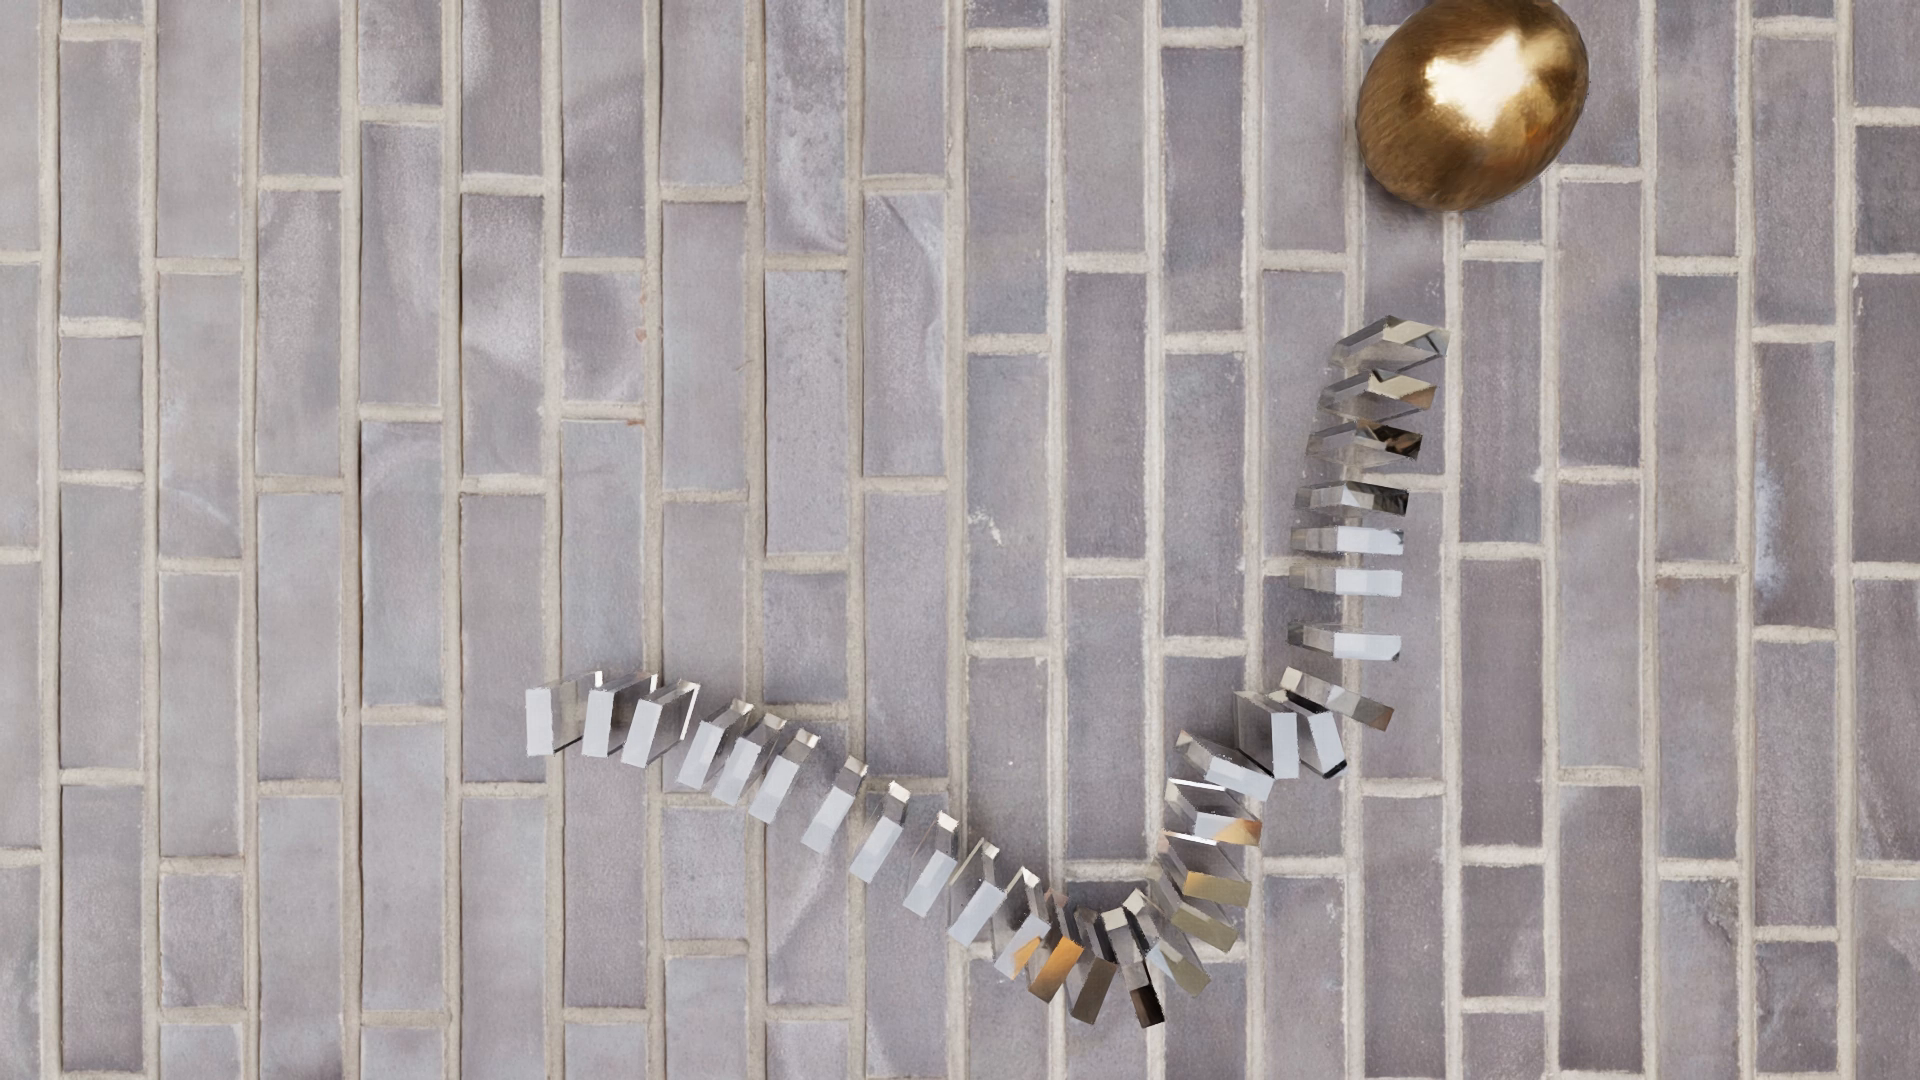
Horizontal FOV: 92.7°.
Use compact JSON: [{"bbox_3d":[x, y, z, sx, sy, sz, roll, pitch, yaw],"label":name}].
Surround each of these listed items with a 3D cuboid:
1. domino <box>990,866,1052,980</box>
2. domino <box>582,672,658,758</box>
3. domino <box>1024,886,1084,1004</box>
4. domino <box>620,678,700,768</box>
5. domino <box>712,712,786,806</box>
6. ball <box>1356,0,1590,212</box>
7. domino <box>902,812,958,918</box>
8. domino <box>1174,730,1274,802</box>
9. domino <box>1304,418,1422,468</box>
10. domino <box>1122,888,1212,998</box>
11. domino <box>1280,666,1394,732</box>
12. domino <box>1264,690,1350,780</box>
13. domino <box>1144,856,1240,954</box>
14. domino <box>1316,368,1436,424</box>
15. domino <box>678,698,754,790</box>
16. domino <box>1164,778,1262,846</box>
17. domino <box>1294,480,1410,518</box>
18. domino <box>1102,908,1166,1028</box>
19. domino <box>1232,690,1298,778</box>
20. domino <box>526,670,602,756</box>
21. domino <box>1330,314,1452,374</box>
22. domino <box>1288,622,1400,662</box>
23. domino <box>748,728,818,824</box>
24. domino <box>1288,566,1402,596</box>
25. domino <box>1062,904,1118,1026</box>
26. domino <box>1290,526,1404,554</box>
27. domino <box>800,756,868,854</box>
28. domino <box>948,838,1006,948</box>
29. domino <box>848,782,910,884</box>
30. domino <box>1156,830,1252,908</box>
[{"bbox_3d":[0.024,0.155,0.375,0.009,0.050,0.025,36,90,0],"label":"domino"},{"bbox_3d":[-0.138,0.070,0.375,0.009,0.050,0.025,7,90,0],"label":"domino"},{"bbox_3d":[0.037,0.164,0.375,0.009,0.050,0.025,33,90,0],"label":"domino"},{"bbox_3d":[-0.122,0.074,0.375,0.009,0.050,0.025,17,90,0],"label":"domino"},{"bbox_3d":[-0.085,0.088,0.375,0.010,0.050,0.025,25,90,0],"label":"domino"},{"bbox_3d":[0.199,-0.172,0.360,0.080,0.080,0.080,0,90,0],"label":"ball"},{"bbox_3d":[-0.011,0.131,0.375,0.009,0.050,0.025,32,90,0],"label":"domino"},{"bbox_3d":[0.107,0.091,0.375,0.025,0.050,0.010,20,90,0],"label":"domino"},{"bbox_3d":[0.164,-0.039,0.375,0.025,0.050,0.010,14,90,0],"label":"domino"},{"bbox_3d":[0.083,0.164,0.375,0.025,0.050,0.010,40,90,0],"label":"domino"},{"bbox_3d":[0.153,0.064,0.375,0.025,0.050,0.009,22,90,0],"label":"domino"},{"bbox_3d":[0.141,0.078,0.375,0.009,0.050,0.025,-17,90,0],"label":"domino"},{"bbox_3d":[0.094,0.148,0.375,0.025,0.050,0.009,29,90,0],"label":"domino"},{"bbox_3d":[0.169,-0.058,0.375,0.025,0.050,0.009,16,90,0],"label":"domino"},{"bbox_3d":[-0.099,0.082,0.375,0.009,0.050,0.025,23,90,0],"label":"domino"},{"bbox_3d":[0.102,0.111,0.375,0.025,0.050,0.009,9,90,0],"label":"domino"},{"bbox_3d":[0.159,-0.016,0.375,0.025,0.050,0.010,10,90,0],"label":"domino"},{"bbox_3d":[0.070,0.174,0.375,0.010,0.050,0.025,-18,90,0],"label":"domino"},{"bbox_3d":[0.124,0.079,0.375,0.010,0.050,0.025,-3,90,0],"label":"domino"},{"bbox_3d":[-0.161,0.070,0.375,0.009,0.050,0.025,-2,90,0],"label":"domino"},{"bbox_3d":[0.175,-0.078,0.375,0.025,0.050,0.009,15,90,0],"label":"domino"},{"bbox_3d":[0.156,0.041,0.375,0.025,0.050,0.009,3,90,0],"label":"domino"},{"bbox_3d":[-0.071,0.095,0.375,0.009,0.050,0.025,27,90,0],"label":"domino"},{"bbox_3d":[0.156,0.016,0.375,0.025,0.050,0.009,1,90,0],"label":"domino"},{"bbox_3d":[0.051,0.172,0.375,0.009,0.050,0.025,22,90,0],"label":"domino"},{"bbox_3d":[0.157,0.000,0.375,0.025,0.050,0.009,4,90,0],"label":"domino"},{"bbox_3d":[-0.050,0.107,0.375,0.009,0.050,0.025,31,90,0],"label":"domino"},{"bbox_3d":[0.006,0.143,0.375,0.009,0.050,0.025,35,90,0],"label":"domino"},{"bbox_3d":[-0.032,0.118,0.375,0.009,0.050,0.025,32,90,0],"label":"domino"},{"bbox_3d":[0.099,0.134,0.375,0.025,0.050,0.010,12,90,0],"label":"domino"}]
